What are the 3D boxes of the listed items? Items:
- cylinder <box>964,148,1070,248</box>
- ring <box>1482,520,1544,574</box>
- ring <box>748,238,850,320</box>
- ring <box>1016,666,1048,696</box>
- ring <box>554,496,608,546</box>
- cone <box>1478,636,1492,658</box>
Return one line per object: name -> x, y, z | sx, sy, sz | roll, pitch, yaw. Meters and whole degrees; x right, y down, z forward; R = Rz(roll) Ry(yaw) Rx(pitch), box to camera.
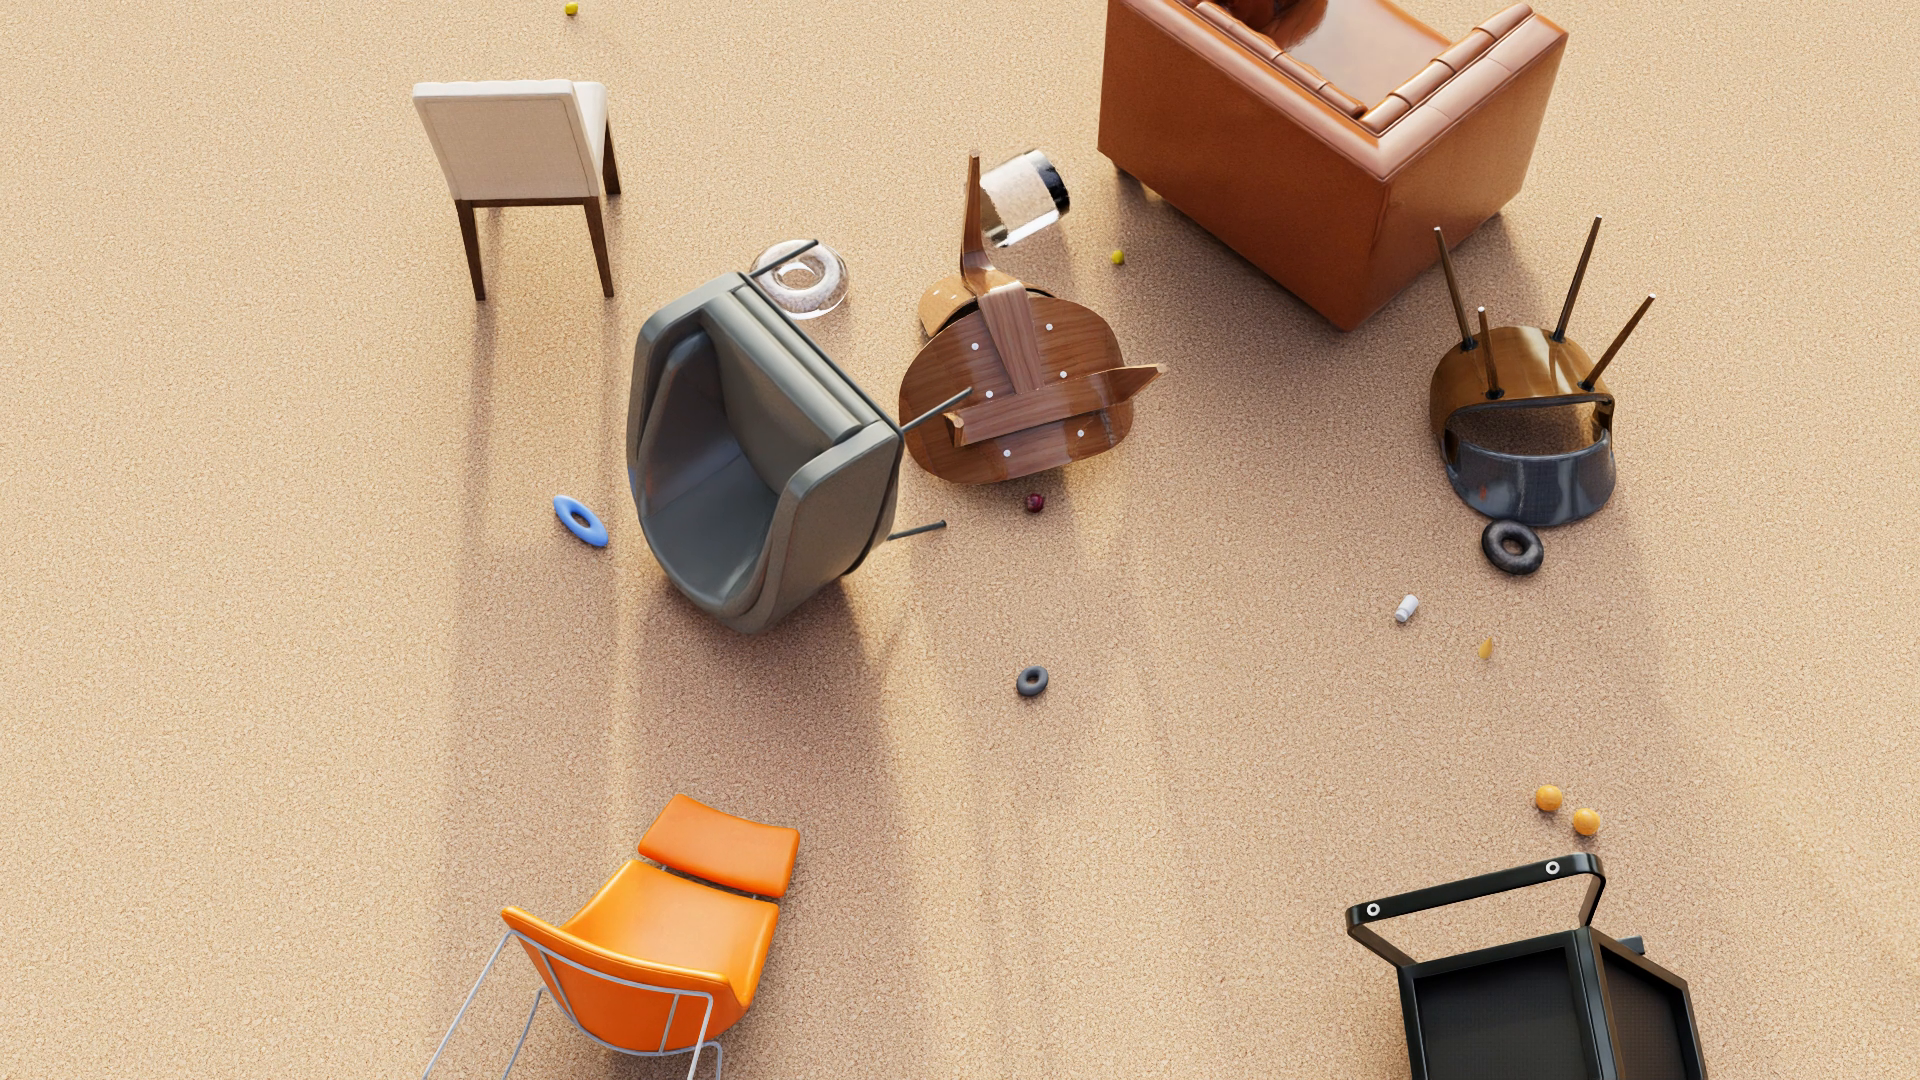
cylinder -> 0.186, -1.120, 7.200 | 0.247, 0.206, 0.258 | -30, 73, -19
ring -> 1.641, 0.021, 6.528 | 0.171, 0.053, 0.200 | -31, 62, -20
ring -> -0.520, -0.842, 7.089 | 0.328, 0.084, 0.324 | 16, 57, 9
ring -> 0.207, 0.402, 6.282 | 0.083, 0.037, 0.107 | 34, 62, 22
ring -> -1.137, -0.058, 6.590 | 0.086, 0.039, 0.242 | -38, 64, -24
cone -> 1.520, 0.297, 6.327 | 0.037, 0.080, 0.063 | 22, 59, 14
